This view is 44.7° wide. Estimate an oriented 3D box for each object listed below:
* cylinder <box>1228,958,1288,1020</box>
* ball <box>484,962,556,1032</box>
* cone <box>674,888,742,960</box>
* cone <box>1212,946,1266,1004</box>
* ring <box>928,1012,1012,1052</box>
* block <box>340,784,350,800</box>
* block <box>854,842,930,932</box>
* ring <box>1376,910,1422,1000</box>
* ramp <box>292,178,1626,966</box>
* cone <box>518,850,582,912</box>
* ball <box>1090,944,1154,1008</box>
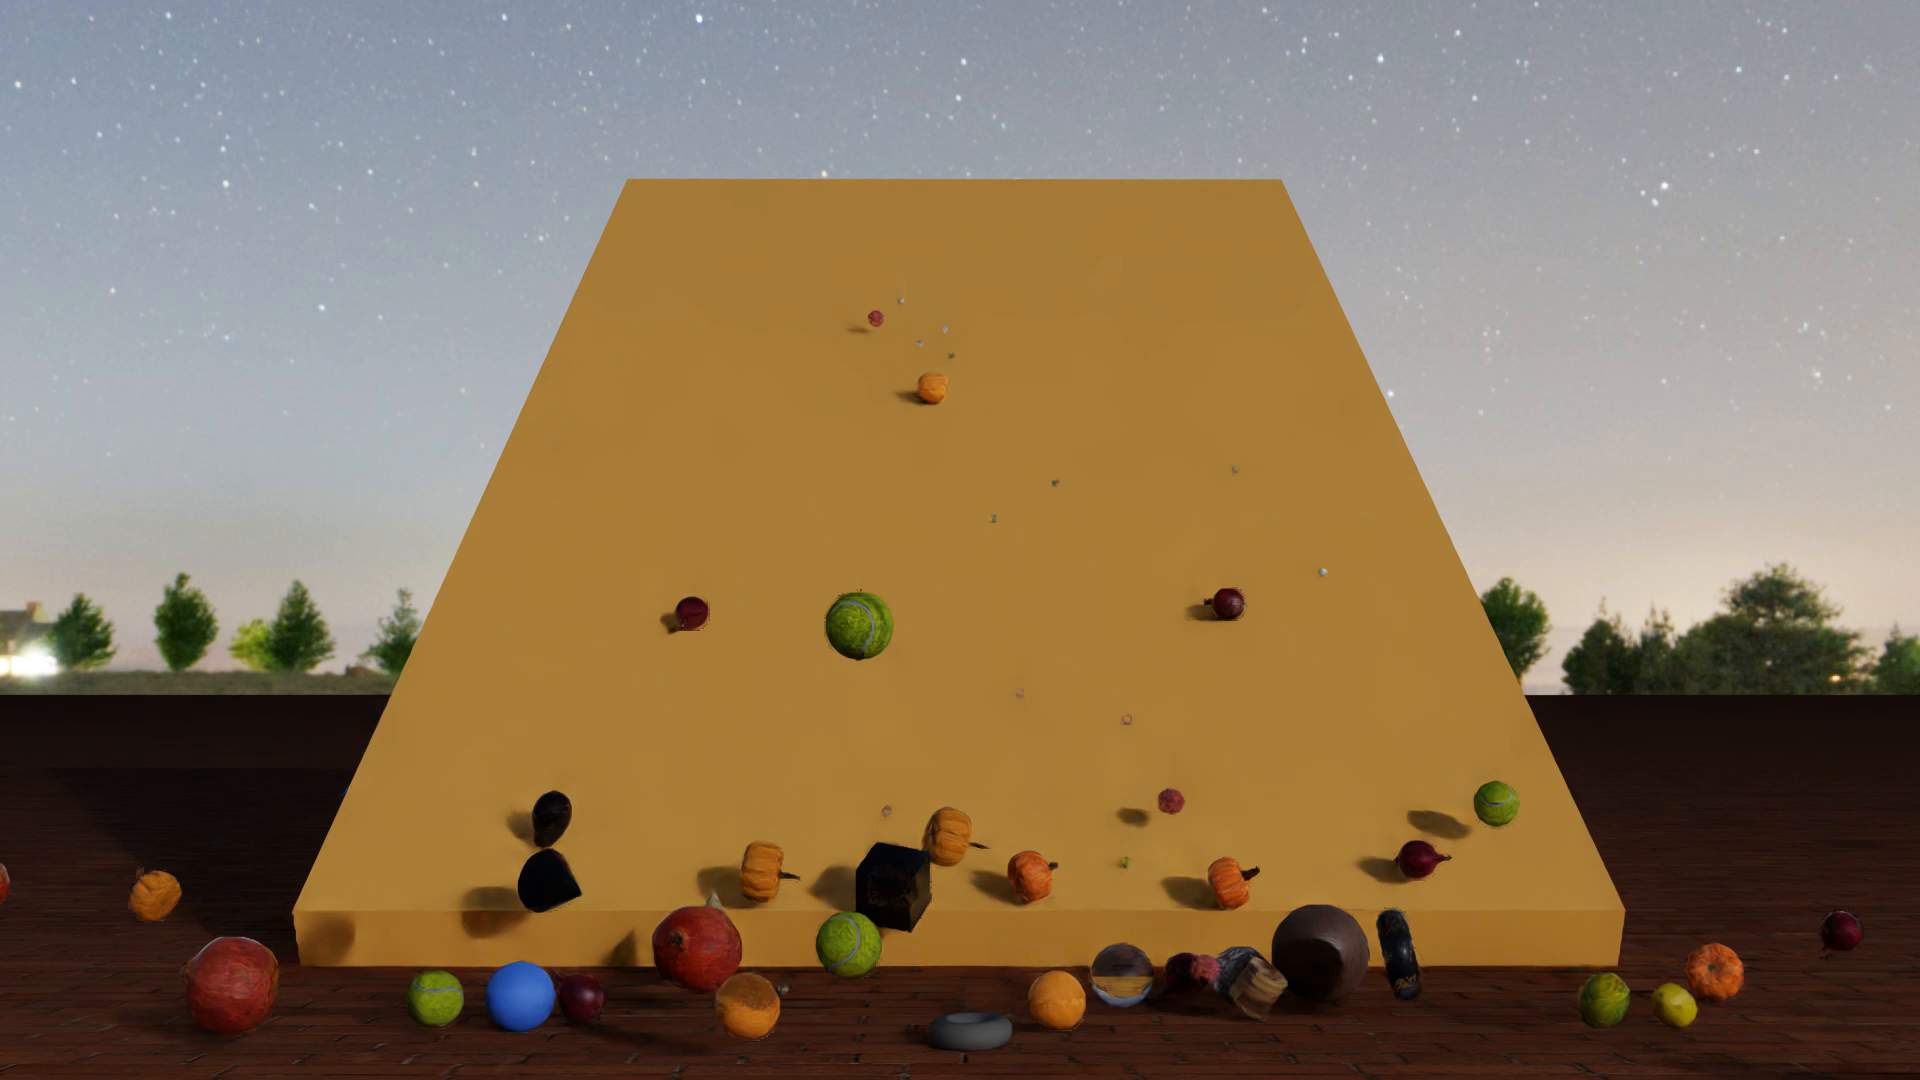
[{"bbox_3d":[0.377,0.568,2.958,0.055,0.055,0.055,32,13,-8],"label":"cylinder"},{"bbox_3d":[-0.541,0.561,2.868,0.085,0.085,0.085,0,-4,0],"label":"ball"},{"bbox_3d":[-0.353,0.542,3.315,0.096,0.096,0.096,5,-5,0],"label":"cone"},{"bbox_3d":[0.384,0.588,3.141,0.079,0.079,0.079,-1,-13,15],"label":"cone"},{"bbox_3d":[0.012,0.579,2.750,0.101,0.034,0.101,-2,-1,0],"label":"ring"},{"bbox_3d":[-1.260,0.562,4.975,0.082,0.082,0.082,9,29,10],"label":"block"},{"bbox_3d":[-0.099,0.517,3.481,0.087,0.087,0.087,9,26,18],"label":"block"},{"bbox_3d":[0.546,0.516,2.904,0.038,0.115,0.115,-13,-6,8],"label":"ring"},{"bbox_3d":[-0.008,-0.229,5.342,2.000,0.100,4.000,0,25,0],"label":"ramp"},{"bbox_3d":[-0.569,0.499,3.350,0.093,0.093,0.093,9,4,44],"label":"cone"},{"bbox_3d":[0.214,0.575,3.082,0.085,0.085,0.085,0,-4,0],"label":"ball"}]
